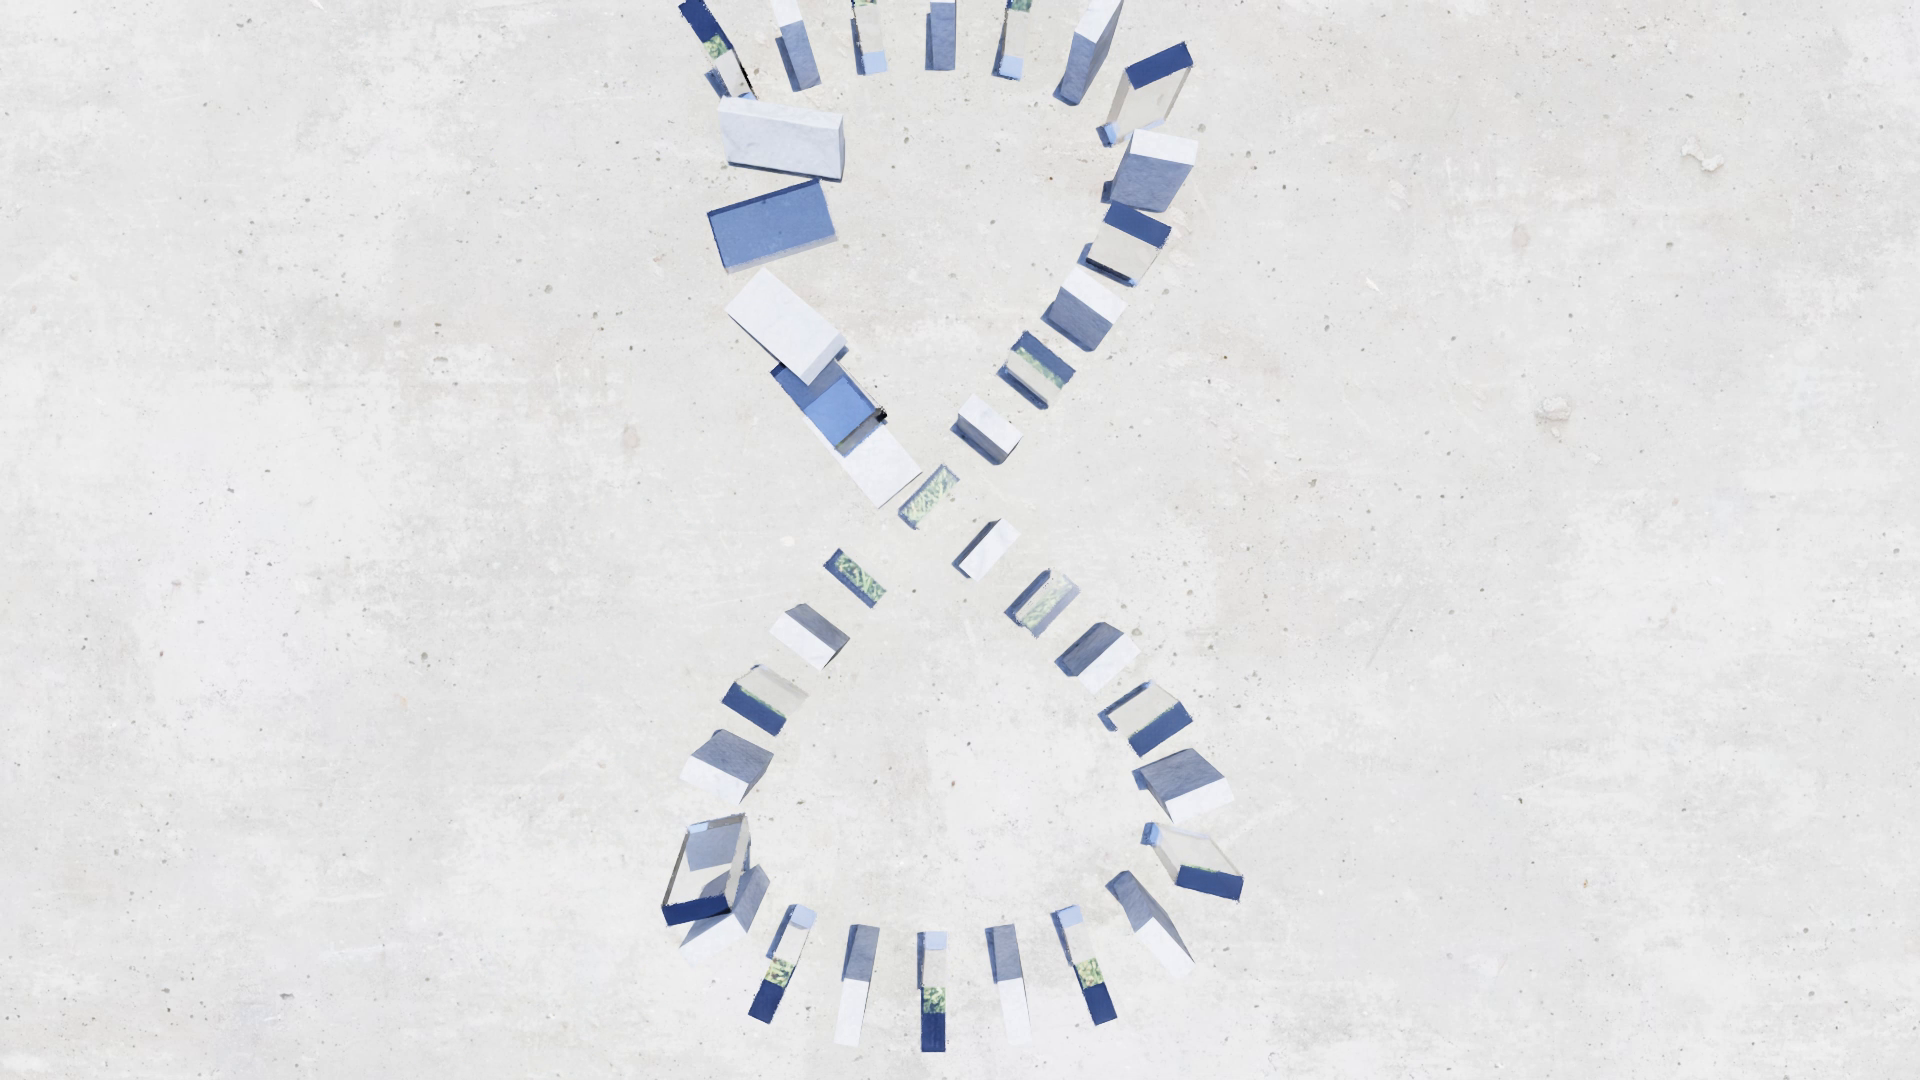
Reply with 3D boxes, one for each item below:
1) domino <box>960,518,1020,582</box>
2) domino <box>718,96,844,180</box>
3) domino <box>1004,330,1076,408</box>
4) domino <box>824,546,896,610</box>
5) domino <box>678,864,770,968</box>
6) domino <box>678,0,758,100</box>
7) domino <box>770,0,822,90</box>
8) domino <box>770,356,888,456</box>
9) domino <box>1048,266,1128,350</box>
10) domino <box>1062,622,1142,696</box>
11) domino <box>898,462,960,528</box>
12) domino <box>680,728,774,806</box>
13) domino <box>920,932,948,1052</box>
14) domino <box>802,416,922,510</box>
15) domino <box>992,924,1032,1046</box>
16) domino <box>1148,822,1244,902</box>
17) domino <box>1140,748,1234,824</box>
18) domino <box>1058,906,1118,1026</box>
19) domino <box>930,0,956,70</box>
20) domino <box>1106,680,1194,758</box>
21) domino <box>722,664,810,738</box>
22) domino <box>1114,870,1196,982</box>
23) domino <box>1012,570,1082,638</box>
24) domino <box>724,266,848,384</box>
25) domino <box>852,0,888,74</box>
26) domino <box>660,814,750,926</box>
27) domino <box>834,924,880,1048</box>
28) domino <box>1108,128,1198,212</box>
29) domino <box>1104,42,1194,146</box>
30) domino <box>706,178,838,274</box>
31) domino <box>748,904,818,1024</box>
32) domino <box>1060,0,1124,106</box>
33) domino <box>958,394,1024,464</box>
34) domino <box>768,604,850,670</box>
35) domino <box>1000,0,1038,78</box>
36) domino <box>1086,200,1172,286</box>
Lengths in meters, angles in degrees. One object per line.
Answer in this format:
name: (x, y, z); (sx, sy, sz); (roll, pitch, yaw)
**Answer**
domino: (0.012, 0.004, 0.375); (0.009, 0.050, 0.025); (42, 90, 0)
domino: (-0.075, -0.170, 0.387); (0.050, 0.025, 0.009); (9, 61, 0)
domino: (0.032, -0.069, 0.375); (0.025, 0.050, 0.010); (39, 90, 0)
domino: (-0.040, 0.015, 0.375); (0.025, 0.050, 0.010); (42, 90, 0)
domino: (-0.095, 0.153, 0.375); (0.025, 0.050, 0.009); (-33, 92, 0)
domino: (-0.097, -0.196, 0.375); (0.009, 0.050, 0.025); (-34, 90, 0)
domino: (-0.069, -0.209, 0.375); (0.010, 0.050, 0.025); (-19, 90, 0)
domino: (-0.056, -0.062, 0.385); (0.025, 0.009, 0.050); (-42, 66, -1)
domino: (0.051, -0.094, 0.375); (0.025, 0.050, 0.009); (36, 90, 0)
domino: (0.057, 0.047, 0.375); (0.025, 0.050, 0.009); (-42, 90, 0)
domino: (-0.012, -0.017, 0.375); (0.010, 0.050, 0.025); (44, 90, 0)
domino: (-0.094, 0.092, 0.375); (0.025, 0.050, 0.010); (26, 90, 0)
domino: (-0.010, 0.183, 0.375); (0.010, 0.050, 0.025); (0, 90, 0)
domino: (-0.042, -0.041, 0.395); (0.025, 0.010, 0.050); (-40, 90, 0)
domino: (0.021, 0.180, 0.375); (0.009, 0.050, 0.025); (-10, 90, 0)
domino: (0.096, 0.131, 0.375); (0.025, 0.050, 0.009); (14, 90, 0)
domino: (0.092, 0.100, 0.375); (0.025, 0.050, 0.010); (-22, 90, 0)
domino: (0.052, 0.173, 0.375); (0.009, 0.050, 0.025); (-20, 90, 0)
domino: (-0.006, -0.218, 0.375); (0.009, 0.050, 0.025); (1, 90, 0)
domino: (0.076, 0.072, 0.375); (0.025, 0.050, 0.009); (-34, 90, 0)
domino: (-0.078, 0.065, 0.375); (0.025, 0.050, 0.010); (33, 90, 0)
domino: (0.079, 0.157, 0.375); (0.009, 0.050, 0.025); (-42, 90, 0)
domino: (0.035, 0.025, 0.375); (0.010, 0.050, 0.025); (43, 90, 0)
domino: (-0.074, -0.091, 0.387); (0.050, 0.010, 0.025); (42, 90, 19)
domino: (-0.038, -0.216, 0.375); (0.010, 0.050, 0.025); (-7, 90, 0)
domino: (-0.103, 0.134, 0.375); (0.025, 0.050, 0.009); (-12, 109, 0)
domino: (-0.042, 0.181, 0.375); (0.010, 0.050, 0.025); (10, 90, 0)
domino: (0.078, -0.150, 0.375); (0.025, 0.050, 0.009); (11, 90, 0)
domino: (0.076, -0.181, 0.375); (0.025, 0.050, 0.009); (-24, 90, 0)
domino: (-0.081, -0.135, 0.395); (0.050, 0.009, 0.025); (-17, 90, 0)
domino: (-0.072, 0.172, 0.375); (0.009, 0.050, 0.025); (25, 90, 0)
domino: (0.054, -0.203, 0.375); (0.010, 0.050, 0.025); (30, 90, 0)
domino: (0.012, -0.045, 0.375); (0.025, 0.050, 0.010); (40, 90, 0)
domino: (-0.060, 0.039, 0.375); (0.025, 0.050, 0.010); (38, 90, 0)
domino: (0.025, -0.214, 0.375); (0.009, 0.050, 0.025); (13, 90, 0)
domino: (0.068, -0.120, 0.375); (0.025, 0.050, 0.009); (25, 90, 0)
